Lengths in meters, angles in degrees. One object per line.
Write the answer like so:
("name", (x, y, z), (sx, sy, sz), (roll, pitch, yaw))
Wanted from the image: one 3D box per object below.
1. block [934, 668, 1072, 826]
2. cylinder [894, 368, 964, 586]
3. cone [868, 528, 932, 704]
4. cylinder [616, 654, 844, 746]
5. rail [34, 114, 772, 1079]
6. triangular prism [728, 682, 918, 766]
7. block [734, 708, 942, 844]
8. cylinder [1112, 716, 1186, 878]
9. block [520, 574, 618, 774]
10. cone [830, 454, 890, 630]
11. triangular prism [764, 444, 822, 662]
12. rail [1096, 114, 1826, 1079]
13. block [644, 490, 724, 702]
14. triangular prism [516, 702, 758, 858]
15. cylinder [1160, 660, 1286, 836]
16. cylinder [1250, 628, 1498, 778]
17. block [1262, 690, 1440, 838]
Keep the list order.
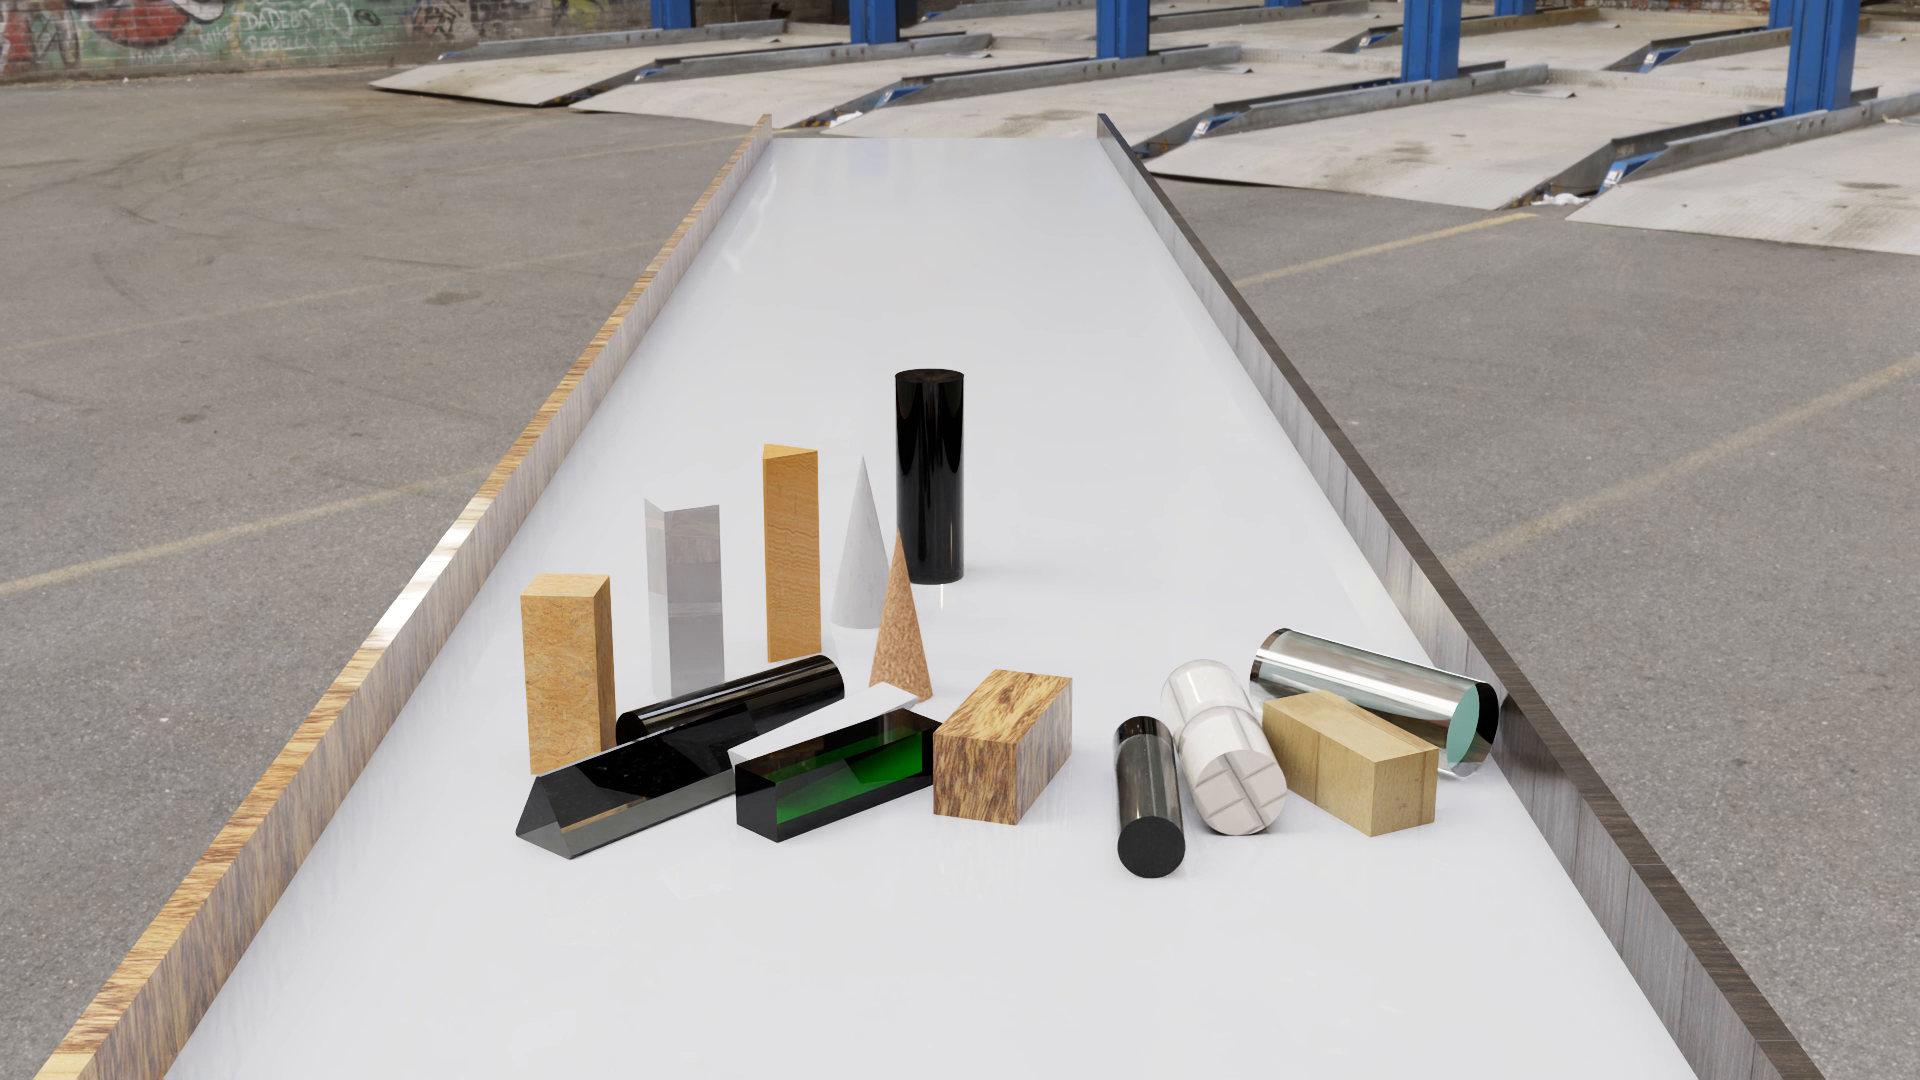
("block", (0.078, 0.352, 3.790), (0.145, 0.145, 0.332), (6, 17, 18))
("cylinder", (-0.067, -0.141, 4.897), (0.154, 0.459, 0.154), (0, 17, 0))
("cone", (-0.116, 0.135, 4.183), (0.127, 0.336, 0.127), (0, 17, 0))
("cylinder", (-0.410, 0.313, 3.975), (0.433, 0.114, 0.114), (-15, 22, -41))
("rail", (-1.118, -0.838, 7.780), (0.050, 0.150, 12.000), (0, 17, -1))
("triangular prism", (-0.245, 0.337, 3.892), (0.075, 0.087, 0.418), (49, 37, 16))
("block", (-0.199, 0.394, 3.717), (0.375, 0.106, 0.106), (-15, 23, -42))
("cylinder", (0.309, 0.418, 3.634), (0.107, 0.107, 0.431), (1, 17, 3))
("block", (-0.683, 0.235, 3.856), (0.127, 0.330, 0.127), (1, 17, 4))
("cone", (-0.202, -0.008, 4.621), (0.153, 0.361, 0.153), (0, 17, 0))
("triangular prism", (-0.360, 0.022, 4.415), (0.121, 0.421, 0.105), (-10, 19, -31))
("rail", (0.932, -0.844, 7.801), (0.050, 0.150, 12.000), (0, 17, -1))
("block", (-0.519, 0.115, 4.156), (0.108, 0.391, 0.108), (-8, 18, -26))
("triangular prism", (-0.526, 0.388, 3.695), (0.142, 0.123, 0.448), (14, 21, 40))
("cylinder", (0.448, 0.349, 3.784), (0.151, 0.151, 0.434), (-1, 17, -2))
("cylinder", (0.740, 0.288, 3.958), (0.418, 0.171, 0.171), (15, 22, 42))
("block", (0.657, 0.375, 3.735), (0.132, 0.132, 0.311), (-8, 19, -26))
